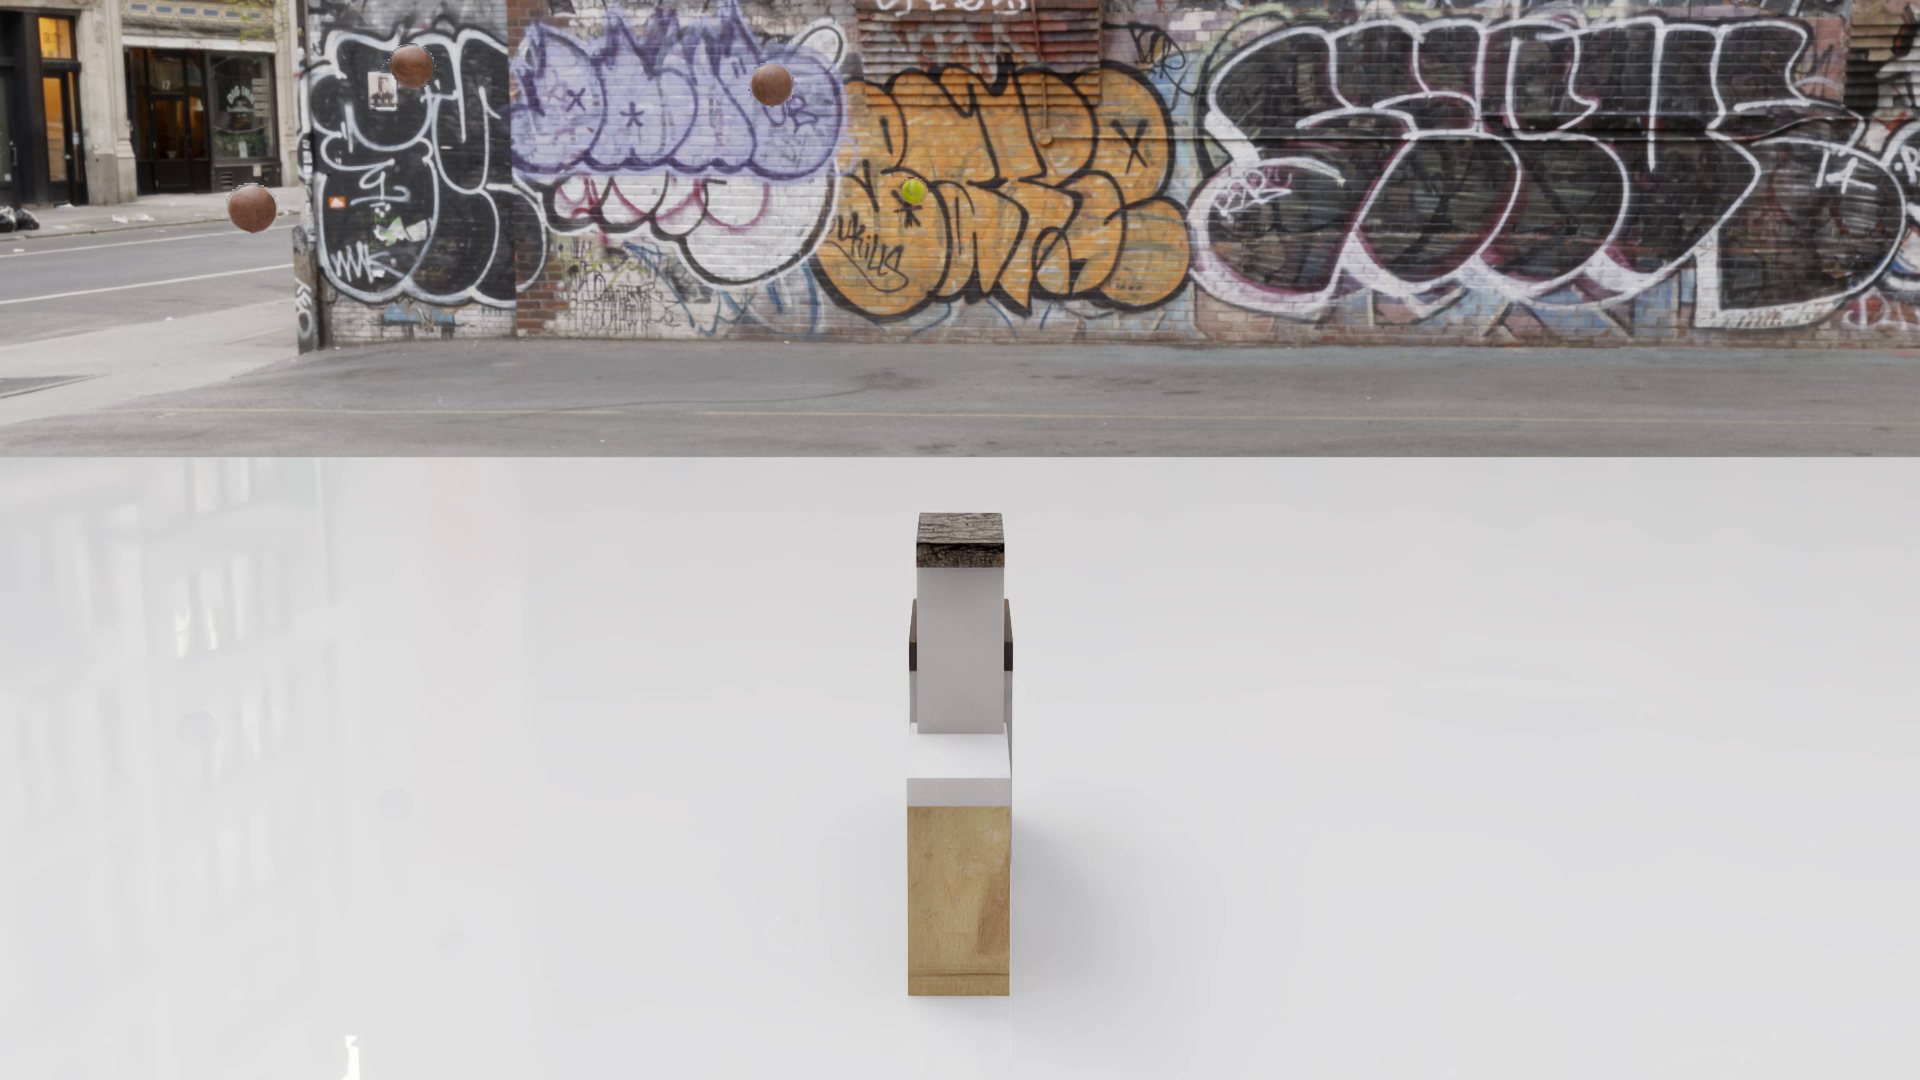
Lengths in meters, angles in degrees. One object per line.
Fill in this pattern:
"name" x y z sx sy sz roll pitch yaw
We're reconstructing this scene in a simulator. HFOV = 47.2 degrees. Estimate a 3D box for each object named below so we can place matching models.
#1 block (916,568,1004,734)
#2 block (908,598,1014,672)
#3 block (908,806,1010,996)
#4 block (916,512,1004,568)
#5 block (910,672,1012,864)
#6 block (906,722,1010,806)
"block" 0.001 0.164 3.369 0.133 0.265 0.038 0 11 0
"block" 0.002 0.165 3.889 0.176 0.050 0.353 0 11 0
"block" -0.002 0.520 3.229 0.149 0.299 0.042 0 11 0
"block" 0.001 -0.002 3.429 0.133 0.038 0.266 0 11 0
"block" 0.002 0.384 3.810 0.176 0.353 0.050 0 11 0
"block" -0.002 0.334 3.296 0.149 0.042 0.299 0 11 0
